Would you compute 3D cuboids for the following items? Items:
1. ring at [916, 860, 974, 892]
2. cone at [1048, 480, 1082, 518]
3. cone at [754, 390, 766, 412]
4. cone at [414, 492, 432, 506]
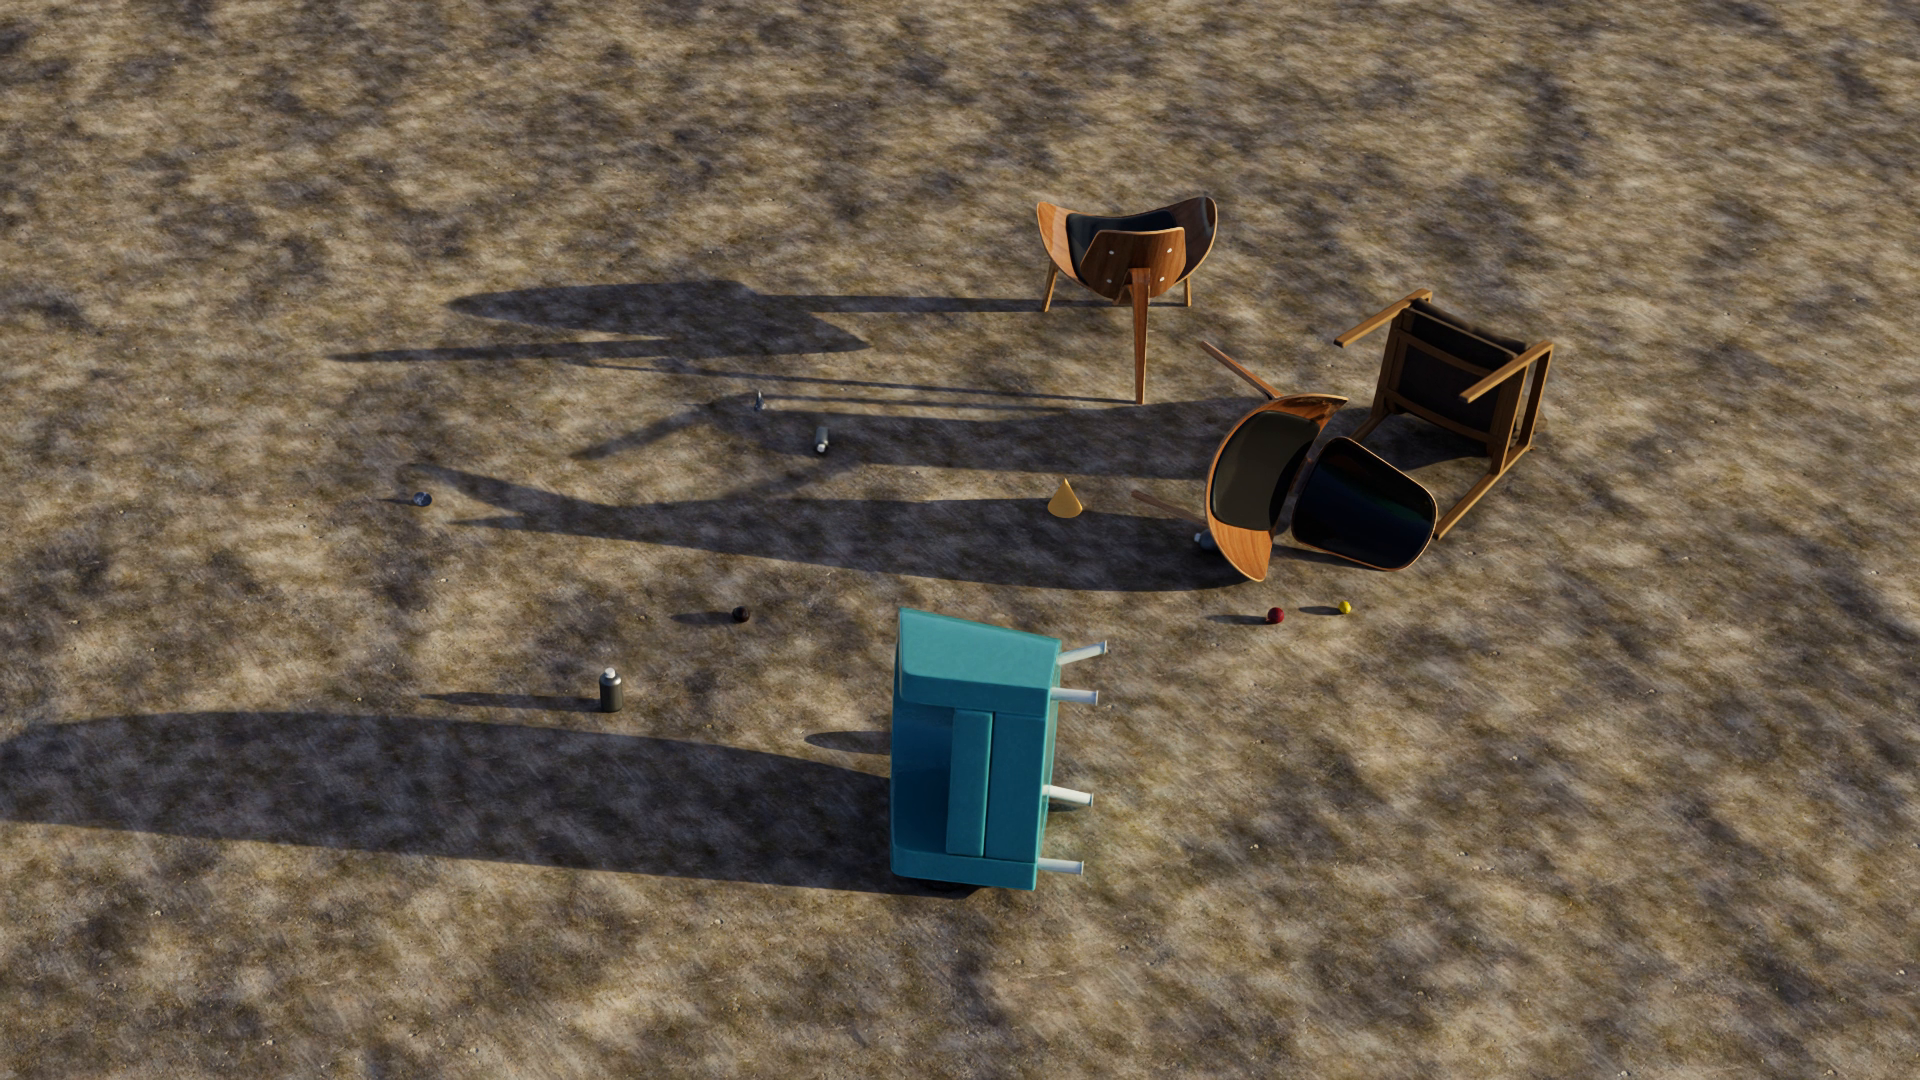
[{"bbox_3d":[-0.045,1.064,9.290,0.184,0.044,0.132,0,33,2],"label":"ring"},{"bbox_3d":[0.398,-0.177,11.094,0.129,0.131,0.146,-10,35,-15],"label":"cone"},{"bbox_3d":[-0.802,-0.565,11.724,0.038,0.087,0.058,21,39,28],"label":"cone"},{"bbox_3d":[-2.035,-0.154,11.158,0.082,0.054,0.038,12,0,20],"label":"cone"}]
